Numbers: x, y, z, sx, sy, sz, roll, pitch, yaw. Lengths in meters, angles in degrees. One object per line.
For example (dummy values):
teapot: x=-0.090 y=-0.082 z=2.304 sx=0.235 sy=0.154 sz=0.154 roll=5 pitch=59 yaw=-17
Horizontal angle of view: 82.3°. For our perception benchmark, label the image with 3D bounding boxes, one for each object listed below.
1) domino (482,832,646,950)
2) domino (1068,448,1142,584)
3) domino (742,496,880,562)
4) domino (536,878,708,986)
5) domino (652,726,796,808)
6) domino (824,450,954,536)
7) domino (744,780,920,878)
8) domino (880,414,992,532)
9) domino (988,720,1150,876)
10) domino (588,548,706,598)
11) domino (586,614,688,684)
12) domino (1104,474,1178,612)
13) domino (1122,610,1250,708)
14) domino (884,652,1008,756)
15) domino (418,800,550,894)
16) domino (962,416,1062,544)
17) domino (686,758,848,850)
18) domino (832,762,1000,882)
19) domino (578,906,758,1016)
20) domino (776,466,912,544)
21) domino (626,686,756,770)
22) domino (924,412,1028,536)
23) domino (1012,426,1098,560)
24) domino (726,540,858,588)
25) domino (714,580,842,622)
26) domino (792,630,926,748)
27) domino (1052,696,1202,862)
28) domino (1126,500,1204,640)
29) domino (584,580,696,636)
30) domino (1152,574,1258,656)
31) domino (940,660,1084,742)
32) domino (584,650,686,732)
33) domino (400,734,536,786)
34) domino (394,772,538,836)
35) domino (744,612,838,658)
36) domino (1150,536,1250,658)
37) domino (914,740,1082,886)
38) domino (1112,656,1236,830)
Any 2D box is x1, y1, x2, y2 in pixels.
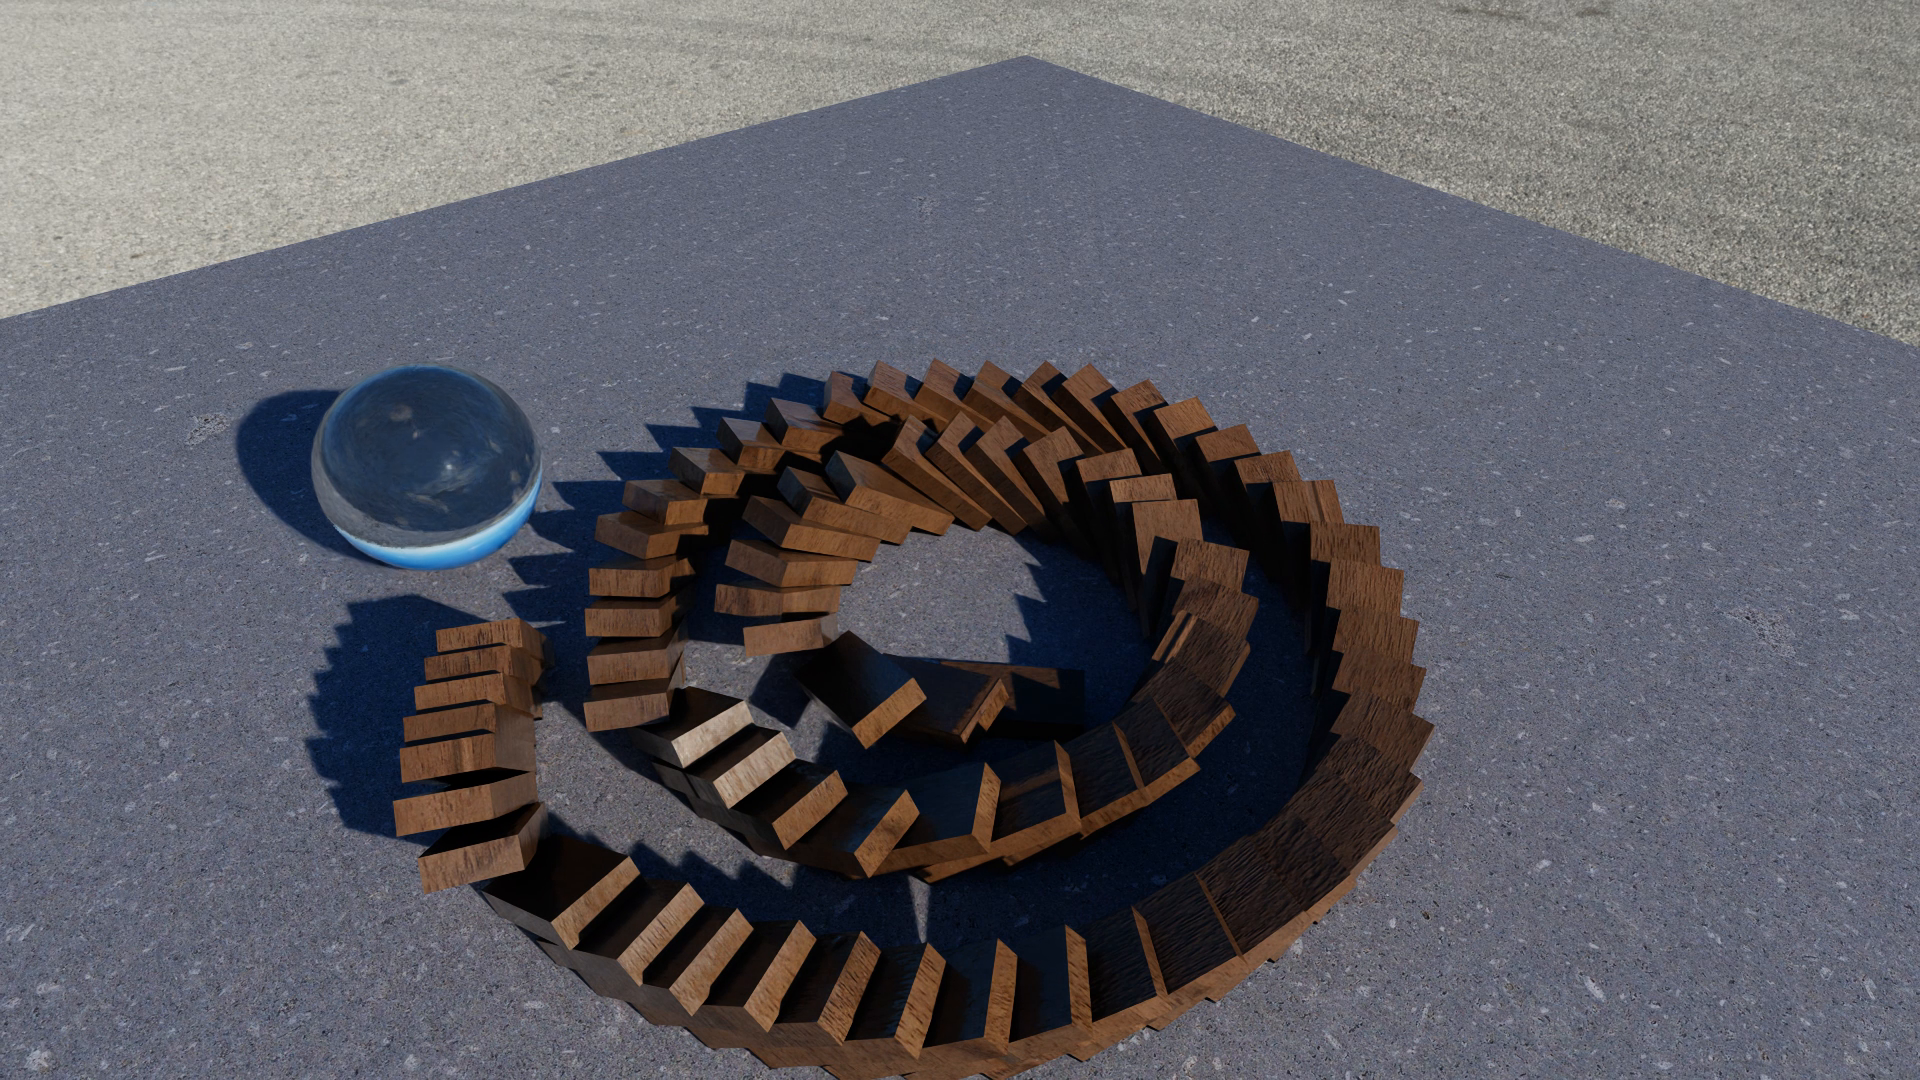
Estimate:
domino: x=-0.111 y=0.097 z=0.306 sx=0.050 sy=0.009 sz=0.025 roll=-6 pitch=26 yaw=47
domino: x=0.064 y=-0.010 z=0.435 sx=0.025 sy=0.009 sz=0.050 roll=-14 pitch=74 yaw=-17
domino: x=-0.057 y=-0.004 z=0.426 sx=0.025 sy=0.010 sz=0.050 roll=33 pitch=13 yaw=36
domino: x=-0.091 y=0.103 z=0.295 sx=0.050 sy=0.010 sz=0.025 roll=-14 pitch=24 yaw=46
domino: x=-0.074 y=0.068 z=0.339 sx=0.025 sy=0.010 sz=0.050 roll=-35 pitch=17 yaw=-32
domino: x=-0.028 y=-0.019 z=0.445 sx=0.050 sy=0.009 sz=0.025 roll=18 pitch=26 yaw=-38
domino: x=-0.039 y=0.083 z=0.324 sx=0.050 sy=0.009 sz=0.025 roll=-4 pitch=30 yaw=42
domino: x=-0.007 y=-0.028 z=0.456 sx=0.050 sy=0.009 sz=0.025 roll=36 pitch=40 yaw=-12
domino: x=0.029 y=0.077 z=0.328 sx=0.050 sy=0.010 sz=0.025 roll=-31 pitch=43 yaw=14
domino: x=-0.115 y=0.011 z=0.409 sx=0.025 sy=0.009 sz=0.050 roll=2 pitch=8 yaw=6
domino: x=-0.110 y=0.037 z=0.380 sx=0.025 sy=0.009 sz=0.050 roll=-5 pitch=10 yaw=-6
domino: x=0.073 y=0.001 z=0.421 sx=0.025 sy=0.009 sz=0.050 roll=-8 pitch=74 yaw=-9
domino: x=0.072 y=0.051 z=0.362 sx=0.025 sy=0.010 sz=0.050 roll=27 pitch=77 yaw=28
domino: x=-0.012 y=0.053 z=0.364 sx=0.050 sy=0.010 sz=0.025 roll=7 pitch=44 yaw=37
domino: x=-0.134 y=0.087 z=0.314 sx=0.025 sy=0.009 sz=0.050 roll=-11 pitch=0 yaw=-13
domino: x=0.027 y=-0.025 z=0.451 sx=0.050 sy=0.010 sz=0.025 roll=46 pitch=45 yaw=-4
domino: x=-0.059 y=0.077 z=0.333 sx=0.050 sy=0.009 sz=0.025 roll=1 pitch=29 yaw=48
domino: x=-0.014 y=0.083 z=0.323 sx=0.050 sy=0.010 sz=0.025 roll=-19 pitch=33 yaw=26
domino: x=-0.078 y=0.109 z=0.289 sx=0.050 sy=0.010 sz=0.025 roll=-15 pitch=23 yaw=45
domino: x=-0.046 y=-0.013 z=0.437 sx=0.050 sy=0.009 sz=0.025 roll=16 pitch=21 yaw=-42
domino: x=-0.087 y=0.059 z=0.351 sx=0.025 sy=0.010 sz=0.050 roll=-29 pitch=14 yaw=-30
domino: x=0.011 y=-0.028 z=0.454 sx=0.050 sy=0.010 sz=0.025 roll=42 pitch=43 yaw=-9
domino: x=0.046 y=-0.019 z=0.445 sx=0.025 sy=0.009 sz=0.050 roll=-31 pitch=84 yaw=-34
domino: x=-0.062 y=0.008 z=0.411 sx=0.025 sy=0.009 sz=0.050 roll=20 pitch=8 yaw=23
domino: x=-0.064 y=0.021 z=0.394 sx=0.025 sy=0.010 sz=0.050 roll=7 pitch=3 yaw=16
domino: x=-0.034 y=0.048 z=0.365 sx=0.025 sy=0.010 sz=0.050 roll=-39 pitch=29 yaw=-16
domino: x=0.045 y=0.072 z=0.334 sx=0.050 sy=0.010 sz=0.025 roll=-36 pitch=44 yaw=8
domino: x=0.078 y=0.011 z=0.408 sx=0.025 sy=0.010 sz=0.050 roll=-4 pitch=75 yaw=-7
domino: x=-0.114 y=0.024 z=0.396 sx=0.025 sy=0.010 sz=0.050 roll=0 pitch=10 yaw=0
domino: x=0.081 y=0.039 z=0.376 sx=0.025 sy=0.009 sz=0.050 roll=21 pitch=75 yaw=22
domino: x=0.017 y=0.055 z=0.376 sx=0.050 sy=0.010 sz=0.025 roll=3 pitch=39 yaw=4
domino: x=-0.107 y=0.049 z=0.365 sx=0.025 sy=0.010 sz=0.050 roll=-6 pitch=10 yaw=-7
domino: x=-0.147 y=0.067 z=0.333 sx=0.025 sy=0.050 sz=0.009 roll=-9 pitch=78 yaw=-10
domino: x=-0.143 y=0.077 z=0.323 sx=0.025 sy=0.050 sz=0.010 roll=-9 pitch=84 yaw=-9
domino: x=-0.057 y=0.032 z=0.379 sx=0.025 sy=0.009 sz=0.050 roll=-7 pitch=-1 yaw=-1
domino: x=0.085 y=0.026 z=0.392 sx=0.025 sy=0.010 sz=0.050 roll=13 pitch=73 yaw=14
domino: x=0.010 y=0.080 z=0.324 sx=0.050 sy=0.009 sz=0.025 roll=-26 pitch=40 yaw=18
domino: x=0.060 y=0.064 z=0.347 sx=0.050 sy=0.010 sz=0.025 roll=-45 pitch=51 yaw=-4
